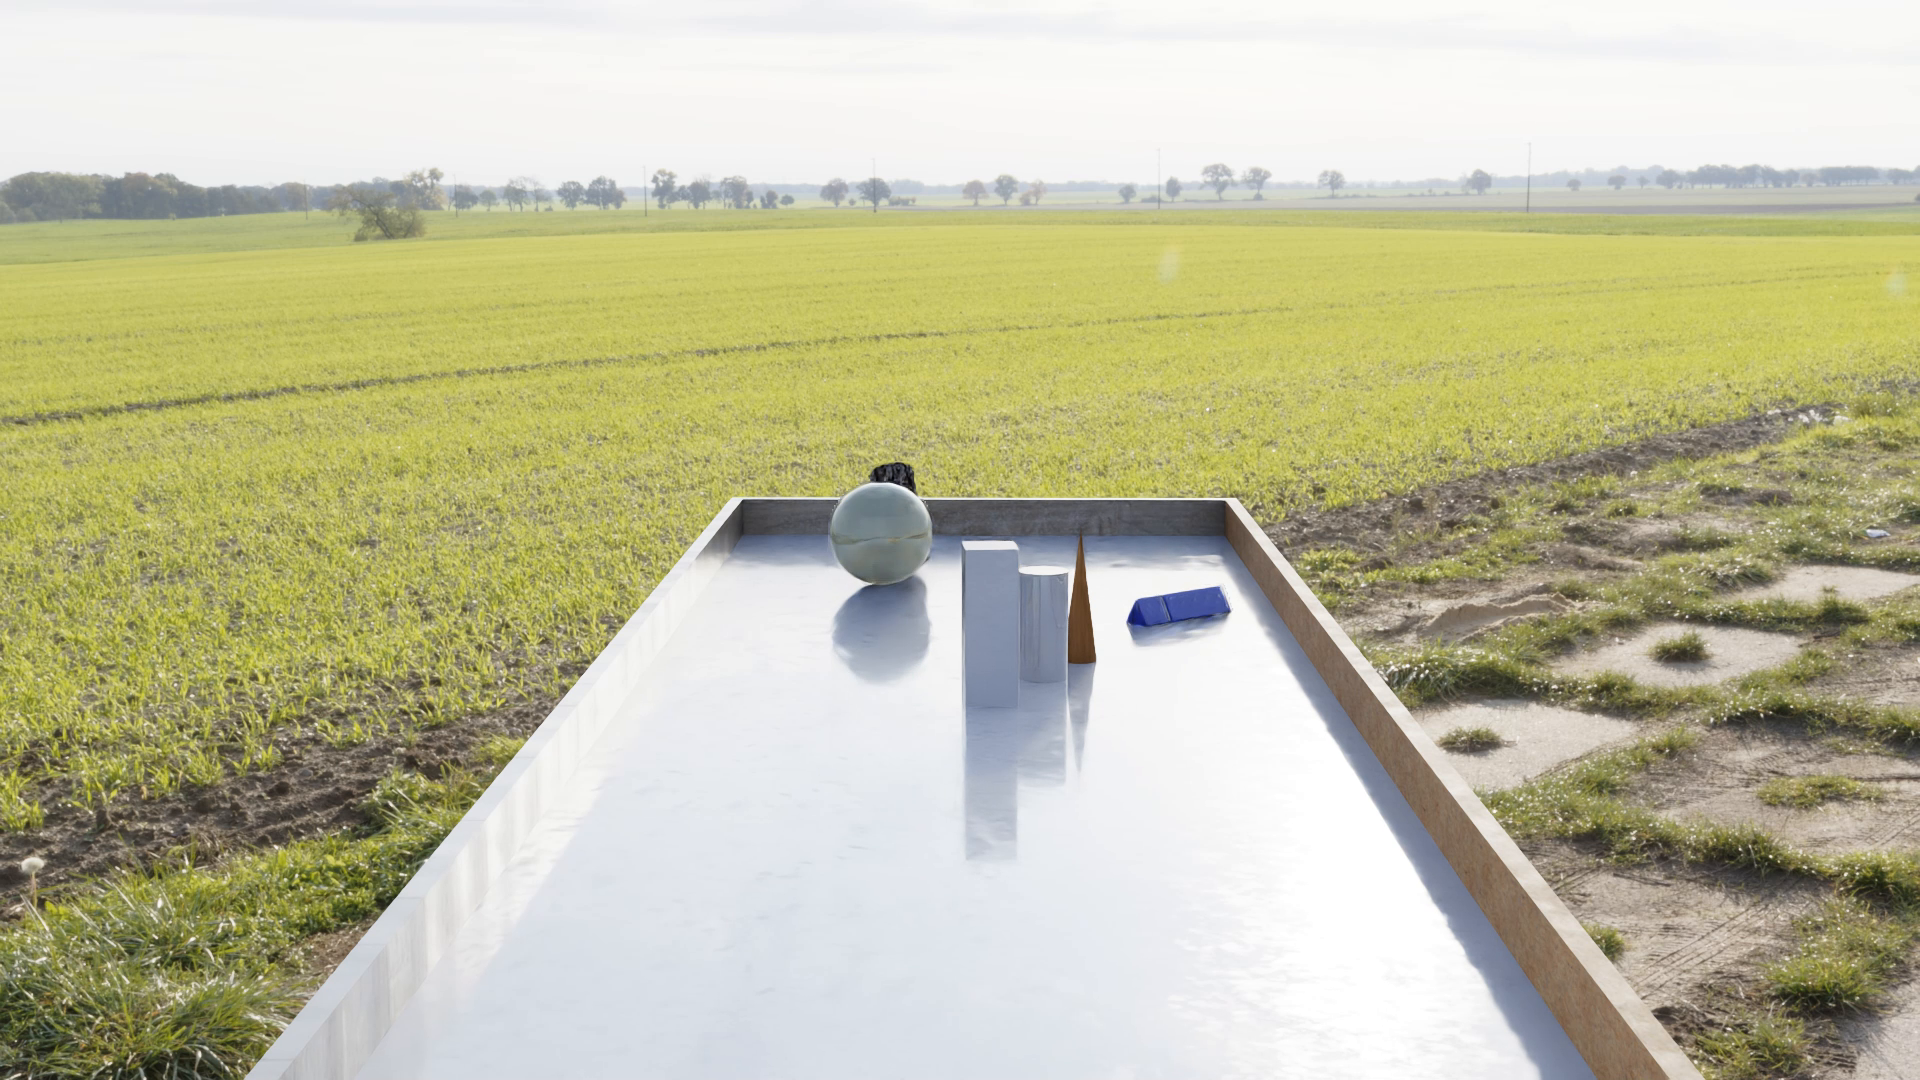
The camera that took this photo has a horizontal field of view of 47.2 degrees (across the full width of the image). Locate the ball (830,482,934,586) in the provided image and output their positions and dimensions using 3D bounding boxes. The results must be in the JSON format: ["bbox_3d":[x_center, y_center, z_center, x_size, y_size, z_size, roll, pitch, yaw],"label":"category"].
[{"bbox_3d":[-0.285,-0.024,7.964,0.374,0.374,0.374,0,9,0],"label":"ball"}]

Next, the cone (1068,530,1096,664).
[{"bbox_3d":[0.365,0.165,6.666,0.104,0.408,0.104,0,9,0],"label":"cone"}]

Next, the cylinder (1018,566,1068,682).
[{"bbox_3d":[0.243,0.246,6.444,0.147,0.318,0.147,0,9,0],"label":"cylinder"}]

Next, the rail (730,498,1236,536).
[{"bbox_3d":[0.099,-0.098,9.147,2.100,0.150,0.050,0,9,1],"label":"rail"}]

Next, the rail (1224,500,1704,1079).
[{"bbox_3d":[1.046,0.843,3.208,0.050,0.150,12.000,0,9,1],"label":"rail"}]

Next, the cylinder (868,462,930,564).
[{"bbox_3d":[-0.231,-0.087,8.285,0.170,0.372,0.170,-9,-27,-5],"label":"cylinder"}]

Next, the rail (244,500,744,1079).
[{"bbox_3d":[-1.004,0.839,3.234,0.050,0.150,12.000,0,9,1],"label":"rail"}]

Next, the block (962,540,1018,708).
[{"bbox_3d":[0.083,0.233,6.132,0.146,0.441,0.146,-1,9,-4],"label":"block"}]
